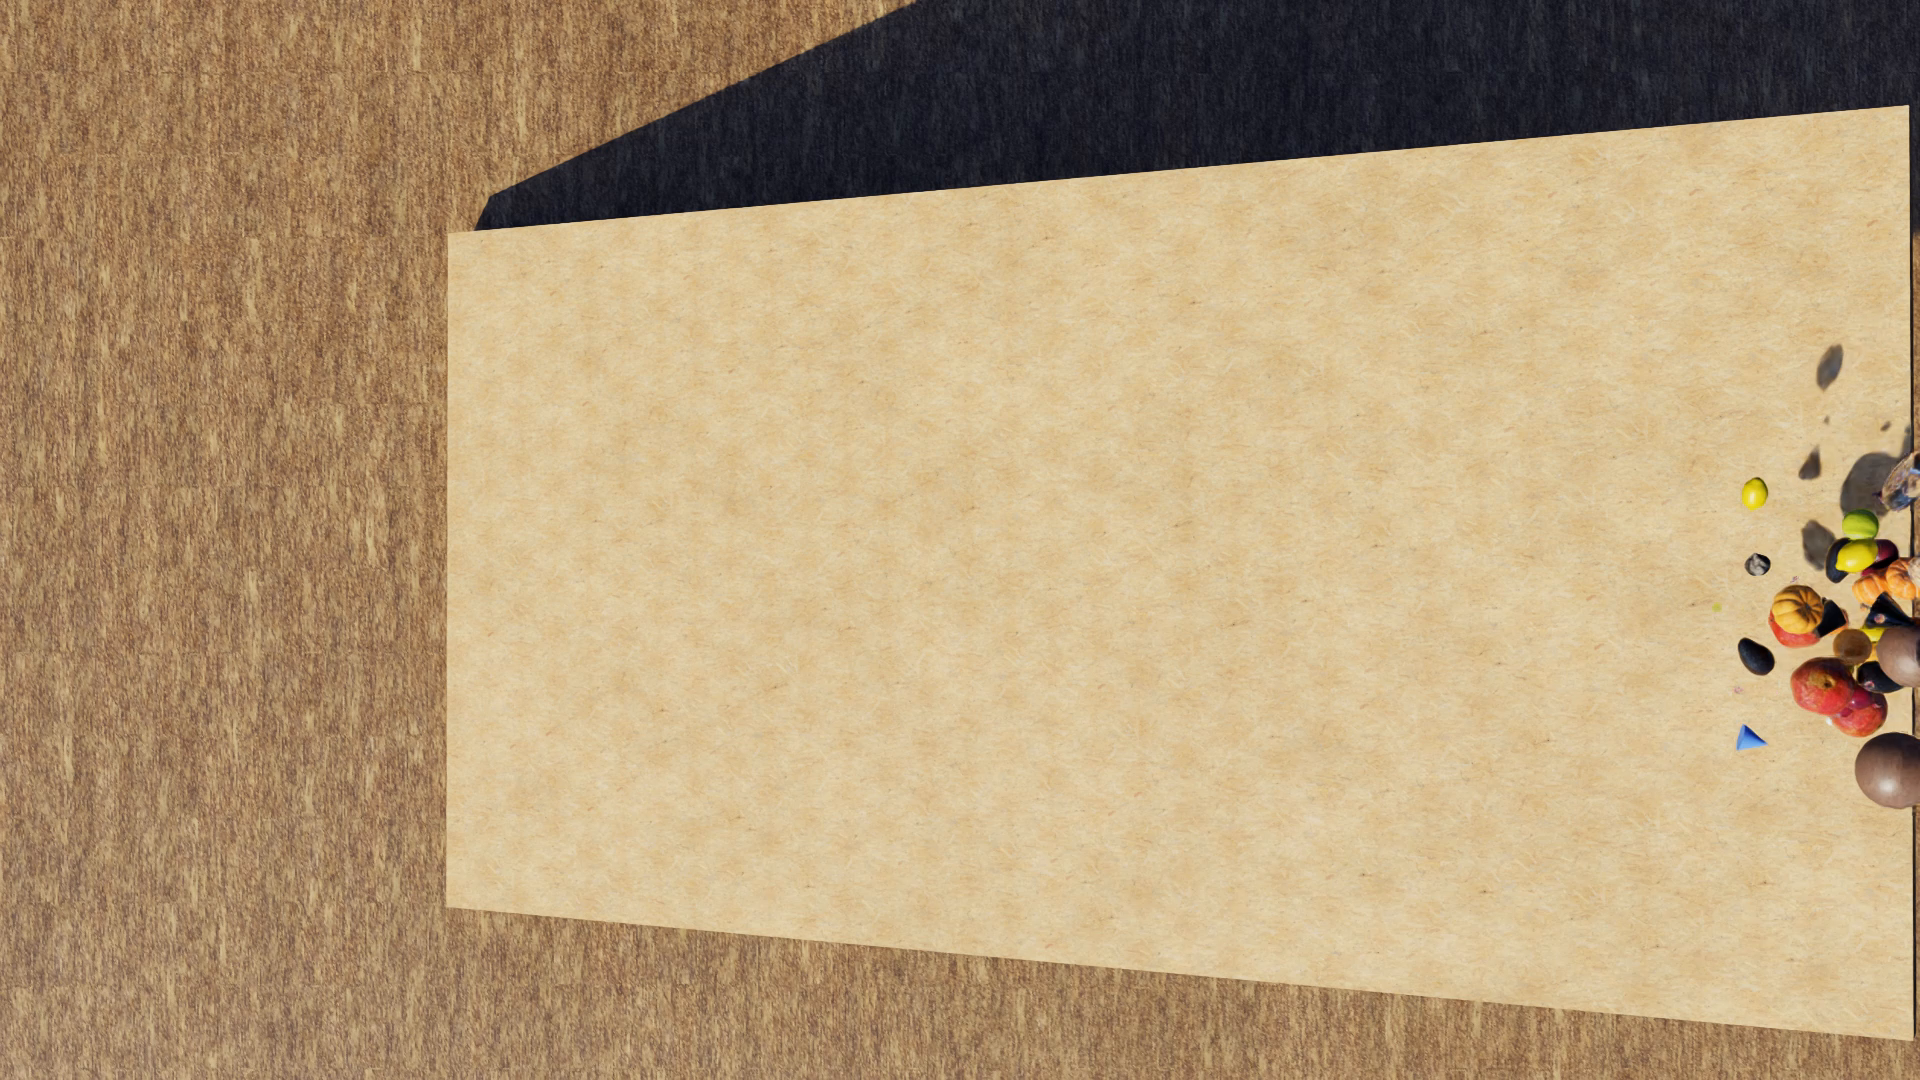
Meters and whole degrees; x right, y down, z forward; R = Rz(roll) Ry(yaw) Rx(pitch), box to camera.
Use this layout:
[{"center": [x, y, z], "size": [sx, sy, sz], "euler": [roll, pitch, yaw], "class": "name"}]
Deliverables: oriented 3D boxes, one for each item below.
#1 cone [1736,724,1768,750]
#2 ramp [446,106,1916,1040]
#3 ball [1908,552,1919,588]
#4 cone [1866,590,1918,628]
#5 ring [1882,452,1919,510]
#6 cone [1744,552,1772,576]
[{"center": [1.538, 0.389, 4.257], "size": [0.054, 0.054, 0.054], "euler": [15, 89, 10], "class": "cone"}, {"center": [0.278, 0.079, 5.661], "size": [4.000, 0.100, 2.000], "euler": [0, 89, 27], "class": "ramp"}, {"center": [1.528, 0.047, 3.460], "size": [0.067, 0.067, 0.067], "euler": [0, 89, 0], "class": "ball"}, {"center": [1.607, 0.134, 3.773], "size": [0.072, 0.072, 0.072], "euler": [29, 89, 36], "class": "cone"}, {"center": [1.600, -0.099, 3.711], "size": [0.037, 0.112, 0.112], "euler": [32, 89, 1], "class": "ring"}, {"center": [1.679, 0.040, 4.638], "size": [0.053, 0.053, 0.053], "euler": [-14, 54, 21], "class": "cone"}]
